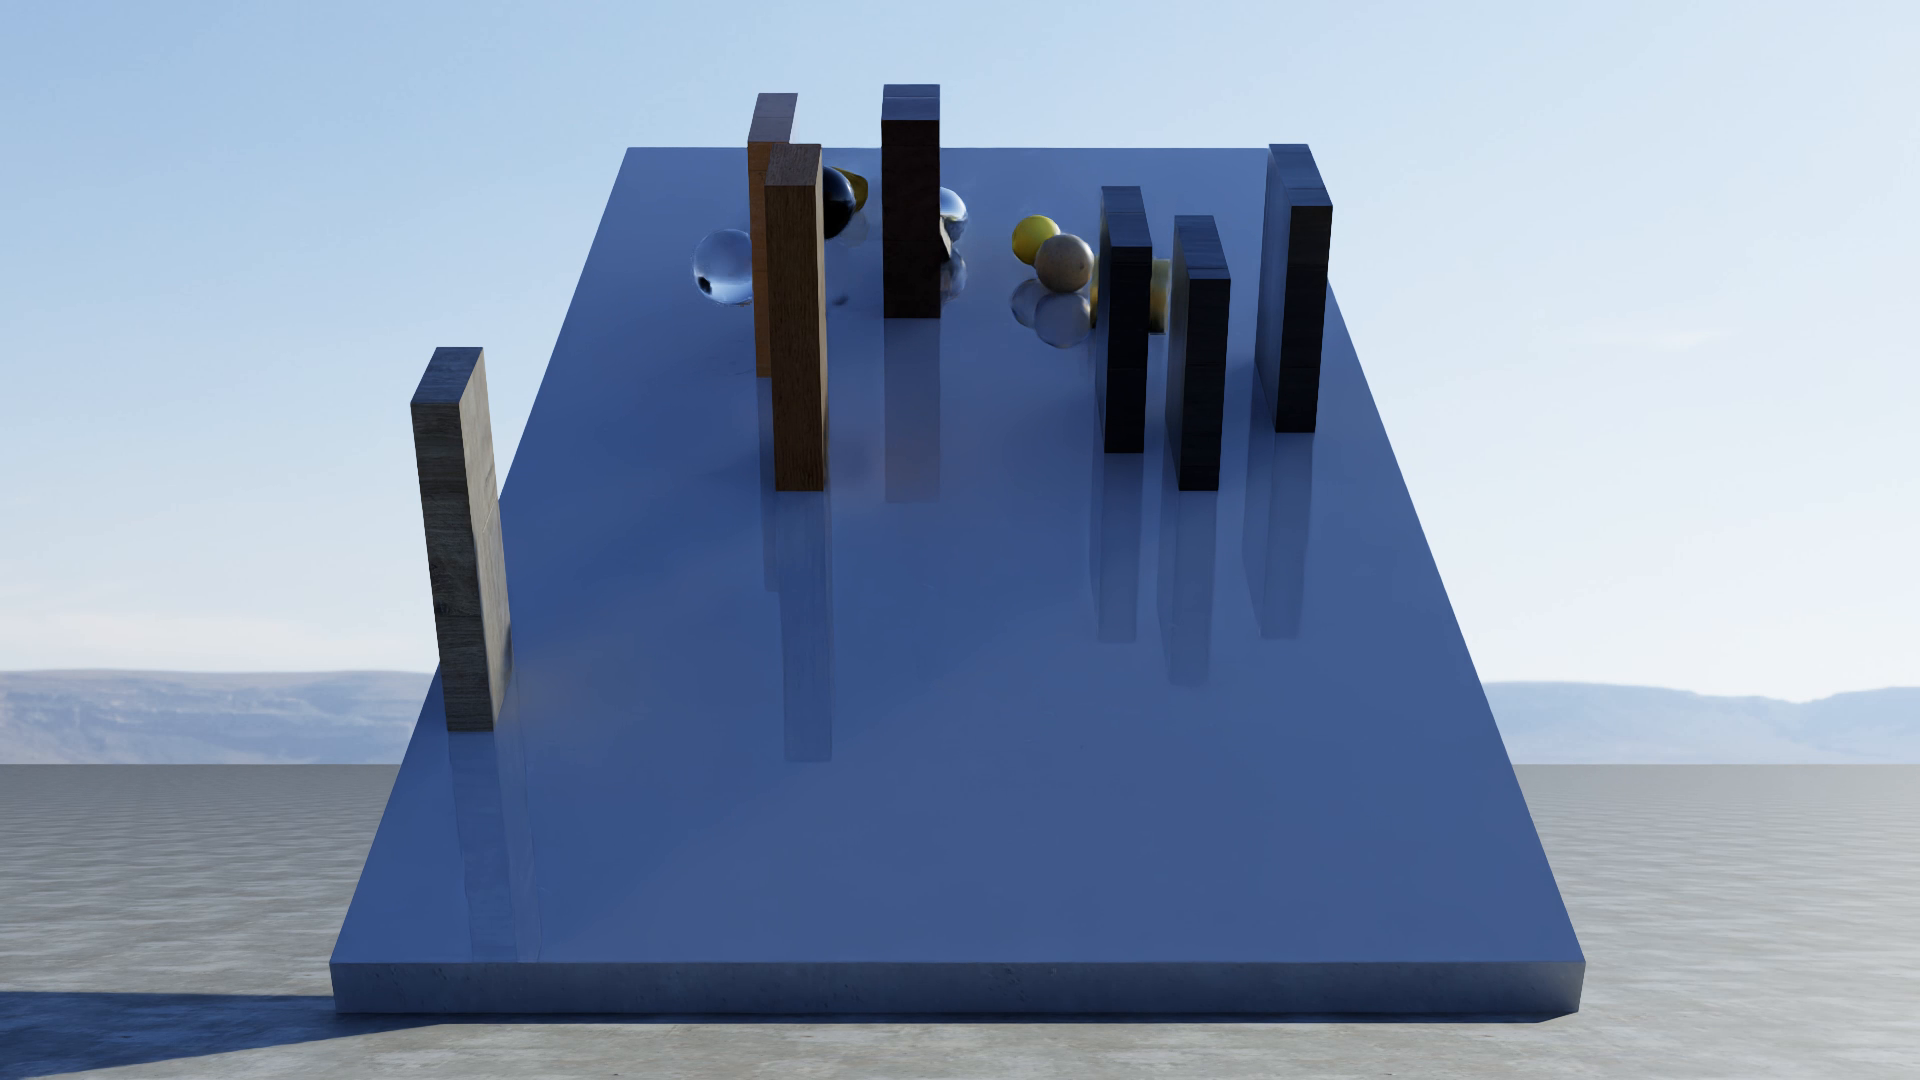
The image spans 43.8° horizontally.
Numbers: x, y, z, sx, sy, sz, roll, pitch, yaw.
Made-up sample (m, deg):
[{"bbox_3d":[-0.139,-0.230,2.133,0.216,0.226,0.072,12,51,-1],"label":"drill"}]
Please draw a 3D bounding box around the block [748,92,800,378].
[{"bbox_3d":[-0.445,-0.746,5.824,0.098,0.596,0.371,0,28,0],"label":"block"}]

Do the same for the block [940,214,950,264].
[{"bbox_3d":[-0.114,-0.819,6.409,0.141,0.141,0.141,-17,27,8],"label":"block"}]

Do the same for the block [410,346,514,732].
[{"bbox_3d":[-0.900,0.002,4.342,0.084,0.664,0.242,0,28,0],"label":"block"}]

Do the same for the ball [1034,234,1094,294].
[{"bbox_3d":[0.274,-0.725,6.258,0.157,0.157,0.157,0,-5,0],"label":"ball"}]

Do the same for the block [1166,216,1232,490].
[{"bbox_3d":[0.527,-0.420,5.318,0.087,0.501,0.384,0,28,0],"label":"block"}]

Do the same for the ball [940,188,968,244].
[{"bbox_3d":[-0.062,-0.885,6.548,0.165,0.165,0.165,0,-5,0],"label":"ball"}]

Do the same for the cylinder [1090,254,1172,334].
[{"bbox_3d":[0.433,-0.622,6.030,0.189,0.189,0.189,5,-4,9],"label":"cylinder"}]

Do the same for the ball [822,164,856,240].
[{"bbox_3d":[-0.392,-0.930,6.576,0.208,0.208,0.208,0,-5,0],"label":"ball"}]

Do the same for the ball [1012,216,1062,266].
[{"bbox_3d":[0.205,-0.799,6.370,0.136,0.136,0.136,0,-5,0],"label":"ball"}]

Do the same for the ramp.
[{"bbox_3d":[-0.011,-0.223,5.584,2.000,0.100,4.000,0,28,0],"label":"ramp"}]

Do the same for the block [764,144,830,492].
[{"bbox_3d":[-0.353,-0.483,5.213,0.106,0.707,0.271,0,28,0],"label":"block"}]

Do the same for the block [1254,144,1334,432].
[{"bbox_3d":[0.777,-0.594,5.592,0.092,0.554,0.427,0,28,0],"label":"block"}]

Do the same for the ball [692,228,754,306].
[{"bbox_3d":[-0.595,-0.705,6.170,0.198,0.198,0.198,0,-5,0],"label":"ball"}]

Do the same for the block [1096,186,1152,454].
[{"bbox_3d":[0.373,-0.510,5.489,0.089,0.500,0.389,0,28,0],"label":"block"}]

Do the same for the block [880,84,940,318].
[{"bbox_3d":[-0.124,-0.872,6.136,0.145,0.528,0.293,0,28,0],"label":"block"}]
